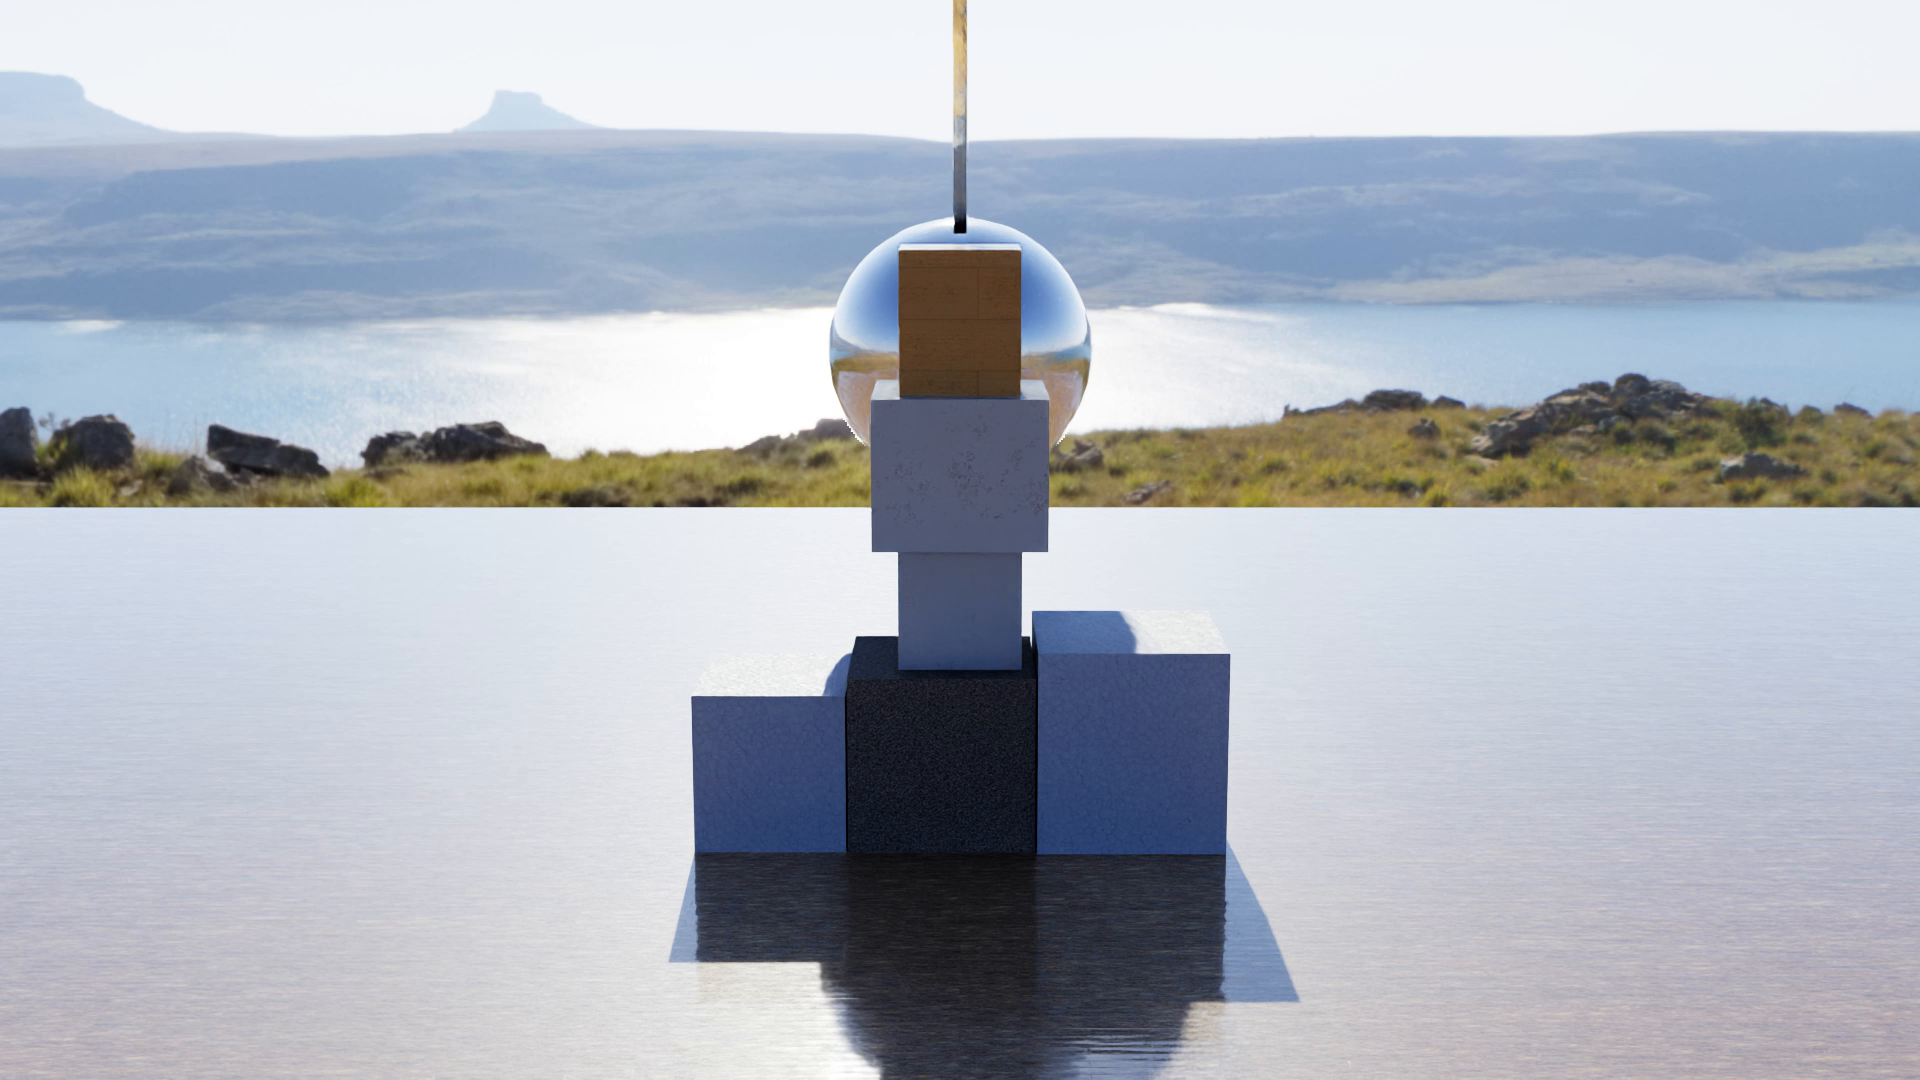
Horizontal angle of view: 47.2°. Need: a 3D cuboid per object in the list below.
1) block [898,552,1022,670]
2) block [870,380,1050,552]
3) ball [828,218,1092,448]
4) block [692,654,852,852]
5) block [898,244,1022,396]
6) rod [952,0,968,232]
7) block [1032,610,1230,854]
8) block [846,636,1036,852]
[{"bbox_3d":[0.000,0.288,11.251,0.618,0.627,0.599,0,10,0],"label":"block"},{"bbox_3d":[0.000,-0.386,11.109,0.866,0.750,0.869,0,10,0],"label":"block"},{"bbox_3d":[0.000,-1.143,13.305,1.600,1.600,1.600,0,10,0],"label":"ball"},{"bbox_3d":[-0.947,1.082,11.370,0.759,0.803,0.925,0,10,0],"label":"block"},{"bbox_3d":[0.000,-1.103,10.962,0.593,0.712,0.601,0,10,0],"label":"block"},{"bbox_3d":[0.000,-4.001,11.464,0.080,5.200,0.080,0,33,0],"label":"rod"},{"bbox_3d":[0.855,0.971,11.357,0.943,1.026,1.000,0,10,0],"label":"block"},{"bbox_3d":[-0.092,1.037,11.376,0.932,0.890,0.956,0,10,0],"label":"block"}]
